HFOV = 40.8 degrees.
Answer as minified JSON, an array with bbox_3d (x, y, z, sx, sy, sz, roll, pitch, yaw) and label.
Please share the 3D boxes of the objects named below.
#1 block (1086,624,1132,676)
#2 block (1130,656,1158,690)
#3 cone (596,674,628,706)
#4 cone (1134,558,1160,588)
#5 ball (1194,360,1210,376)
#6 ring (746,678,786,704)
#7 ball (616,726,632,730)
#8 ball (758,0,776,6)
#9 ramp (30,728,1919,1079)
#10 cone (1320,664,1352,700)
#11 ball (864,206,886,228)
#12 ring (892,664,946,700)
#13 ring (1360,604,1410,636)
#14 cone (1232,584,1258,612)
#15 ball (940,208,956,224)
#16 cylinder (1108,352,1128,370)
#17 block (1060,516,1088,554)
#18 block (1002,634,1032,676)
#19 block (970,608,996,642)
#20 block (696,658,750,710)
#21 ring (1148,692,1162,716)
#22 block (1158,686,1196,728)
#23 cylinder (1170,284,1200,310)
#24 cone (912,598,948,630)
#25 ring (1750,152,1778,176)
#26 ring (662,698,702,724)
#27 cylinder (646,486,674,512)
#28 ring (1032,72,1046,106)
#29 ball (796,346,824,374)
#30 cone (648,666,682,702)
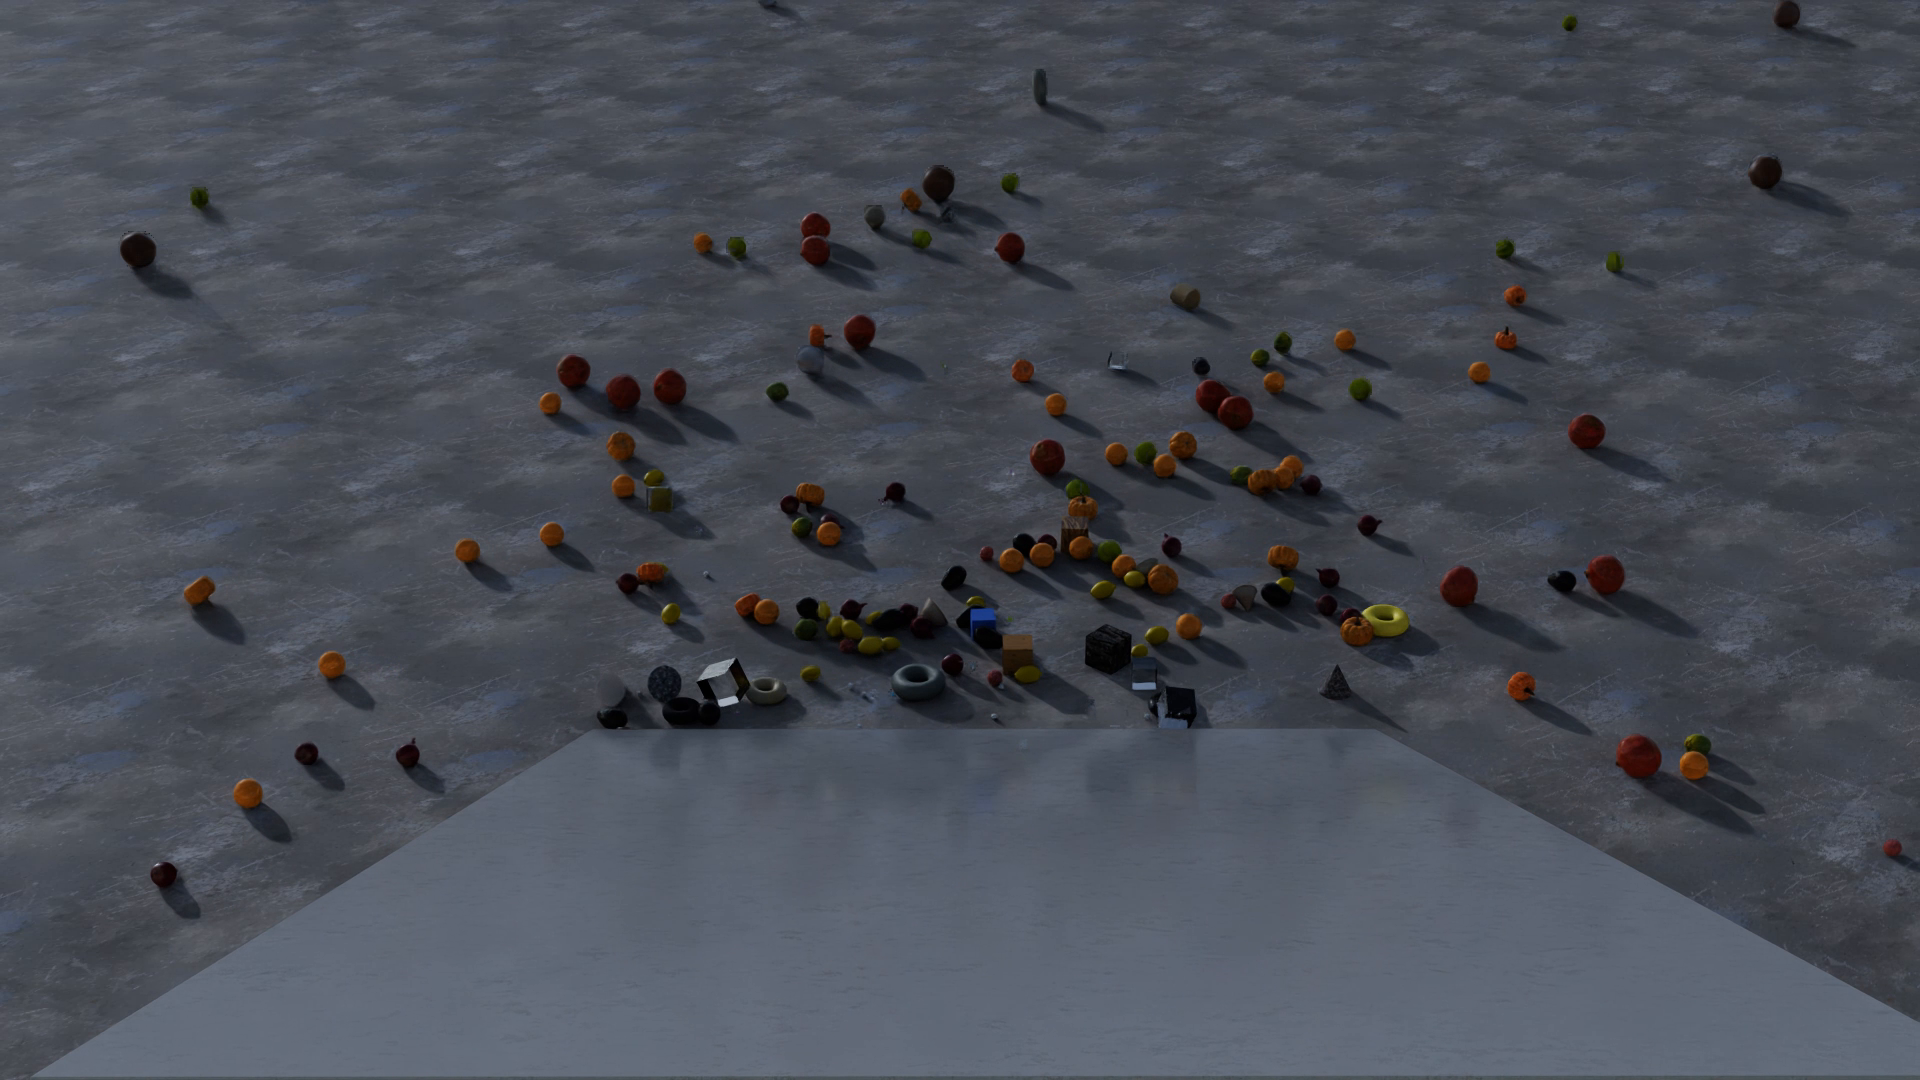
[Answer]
[{"bbox_3d":[0.405,0.298,7.048,0.089,0.089,0.089,22,35,35],"label":"block"},{"bbox_3d":[0.496,0.359,6.959,0.064,0.064,0.064,0,28,0],"label":"block"},{"bbox_3d":[-0.909,0.400,6.907,0.089,0.089,0.089,14,4,25],"label":"cone"},{"bbox_3d":[0.556,0.110,7.465,0.082,0.082,0.082,-15,58,-27],"label":"cone"},{"bbox_3d":[0.820,-0.586,8.773,0.056,0.056,0.056,0,28,0],"label":"ball"},{"bbox_3d":[-0.519,0.404,6.903,0.112,0.037,0.112,1,27,-1],"label":"ring"},{"bbox_3d":[-0.869,0.511,6.675,0.058,0.058,0.058,0,28,0],"label":"ball"},{"bbox_3d":[-0.951,-2.679,12.725,0.096,0.096,0.096,0,28,0],"label":"ball"},{"bbox_3d":[0.062,0.561,4.600,2.000,0.100,4.000,0,1,0],"label":"ramp"},{"bbox_3d":[1.008,0.369,6.916,0.087,0.087,0.087,0,28,0],"label":"cone"},{"bbox_3d":[-0.330,-1.253,10.019,0.082,0.082,0.082,0,28,0],"label":"ball"},{"bbox_3d":[-0.112,0.382,6.933,0.147,0.049,0.147,-1,29,0],"label":"ring"},{"bbox_3d":[1.190,0.226,7.234,0.137,0.046,0.137,0,29,0],"label":"ring"},{"bbox_3d":[0.814,0.178,7.340,0.072,0.072,0.072,-2,54,-4],"label":"cone"},{"bbox_3d":[-0.044,-1.264,10.061,0.062,0.062,0.062,0,28,0],"label":"ball"},{"bbox_3d":[0.539,-0.610,8.820,0.054,0.054,0.054,8,29,15],"label":"cylinder"},{"bbox_3d":[0.340,-0.016,7.658,0.080,0.080,0.080,1,28,2],"label":"block"},{"bbox_3d":[0.157,0.312,7.030,0.080,0.080,0.080,0,28,0],"label":"block"},{"bbox_3d":[0.064,0.236,7.192,0.066,0.066,0.066,-2,28,-4],"label":"block"},{"bbox_3d":[-0.628,0.381,6.858,0.089,0.089,0.089,-16,21,24],"label":"block"},{"bbox_3d":[0.553,0.437,6.841,0.109,0.036,0.109,-1,28,1],"label":"ring"},{"bbox_3d":[0.566,0.440,6.746,0.078,0.078,0.078,7,51,-11],"label":"block"},{"bbox_3d":[0.812,-0.875,9.303,0.076,0.076,0.076,-19,33,-32],"label":"cylinder"},{"bbox_3d":[-0.098,0.225,7.238,0.092,0.092,0.092,-37,38,-10],"label":"cone"},{"bbox_3d":[3.272,-1.528,10.515,0.114,0.114,0.038,-3,43,-7],"label":"ring"},{"bbox_3d":[-0.734,0.451,6.817,0.104,0.035,0.104,-1,29,0],"label":"ring"},{"bbox_3d":[-0.914,-0.126,7.872,0.076,0.076,0.076,-2,28,-3],"label":"cylinder"},{"bbox_3d":[0.348,-1.985,11.346,0.050,0.149,0.149,-5,27,10],"label":"ring"},{"bbox_3d":[-0.507,-0.611,8.777,0.096,0.096,0.096,0,28,0],"label":"ball"},{"bbox_3d":[-0.811,0.385,6.931,0.097,0.097,0.097,-16,5,-28],"label":"cone"}]
